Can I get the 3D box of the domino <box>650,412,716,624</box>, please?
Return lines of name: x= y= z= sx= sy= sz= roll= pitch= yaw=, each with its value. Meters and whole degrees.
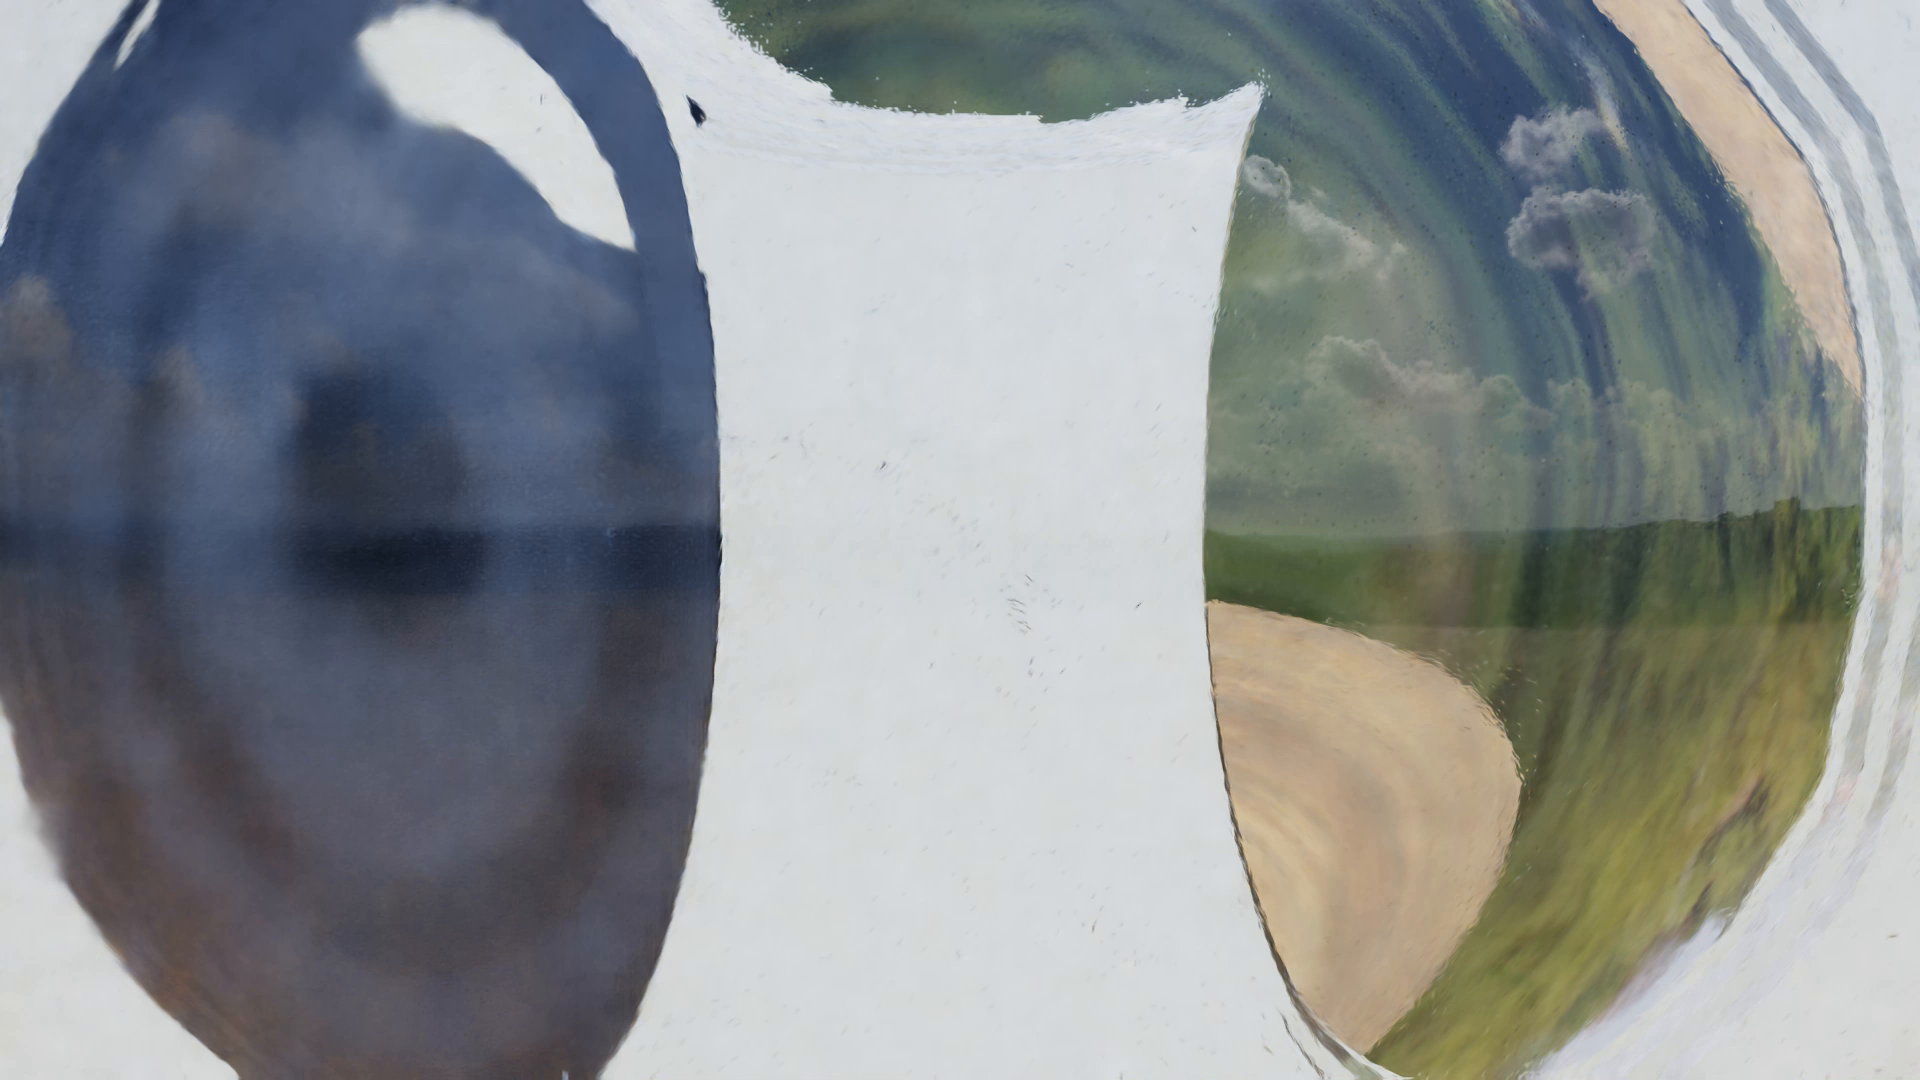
domino: x=-0.066 y=-0.006 z=0.314 sx=0.010 sy=0.050 sz=0.025 roll=1 pitch=4 yaw=9

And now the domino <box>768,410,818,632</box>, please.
domino: x=-0.032 y=-0.005 z=0.301 sx=0.009 sy=0.050 sz=0.025 roll=3 pitch=5 yaw=36

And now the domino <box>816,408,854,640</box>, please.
domino: x=-0.019 y=-0.004 z=0.288 sx=0.025 sy=0.050 sz=0.010 roll=-4 pitch=6 yaw=-39

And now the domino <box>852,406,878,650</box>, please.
domino: x=-0.009 y=-0.003 z=0.273 sx=0.025 sy=0.050 sz=0.010 roll=-2 pitch=5 yaw=-26

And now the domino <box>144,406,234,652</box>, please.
domino: x=-0.164 y=-0.003 z=0.273 sx=0.009 sy=0.050 sz=0.025 roll=-4 pitch=6 yaw=-43

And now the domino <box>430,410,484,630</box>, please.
domino: x=-0.120 y=-0.005 z=0.306 sx=0.010 sy=0.050 sz=0.025 roll=-2 pitch=5 yaw=-24

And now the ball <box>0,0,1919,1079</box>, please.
ball: x=0.000 y=-0.002 z=0.056 sx=0.080 sy=0.080 sz=0.080 roll=0 pitch=4 yaw=0

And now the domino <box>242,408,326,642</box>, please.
domino: x=-0.151 y=-0.004 z=0.285 sx=0.010 sy=0.050 sz=0.025 roll=-4 pitch=6 yaw=-40

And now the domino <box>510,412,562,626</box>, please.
domino: x=-0.103 y=-0.006 z=0.312 sx=0.010 sy=0.050 sz=0.025 roll=-1 pitch=4 yaw=-15

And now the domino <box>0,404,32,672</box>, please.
domino: x=-0.189 y=-0.001 z=0.246 sx=0.025 sy=0.050 sz=0.010 roll=4 pitch=6 yaw=40

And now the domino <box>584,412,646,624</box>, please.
domino: x=-0.085 y=-0.006 z=0.315 sx=0.009 sy=0.050 sz=0.025 roll=0 pitch=4 yaw=-5

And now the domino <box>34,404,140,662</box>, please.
domino: x=-0.177 y=-0.002 z=0.260 sx=0.025 sy=0.050 sz=0.010 roll=4 pitch=6 yaw=41

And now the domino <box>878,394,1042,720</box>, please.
domino: x=0.000 y=0.002 z=0.201 sx=0.025 sy=0.050 sz=0.010 roll=0 pitch=4 yaw=0

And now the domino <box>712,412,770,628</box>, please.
domino: x=-0.049 y=-0.006 z=0.310 sx=0.010 sy=0.050 sz=0.025 roll=2 pitch=5 yaw=22

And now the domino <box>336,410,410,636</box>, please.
domino: x=-0.136 y=-0.005 z=0.297 sx=0.010 sy=0.050 sz=0.025 roll=-3 pitch=5 yaw=-35
